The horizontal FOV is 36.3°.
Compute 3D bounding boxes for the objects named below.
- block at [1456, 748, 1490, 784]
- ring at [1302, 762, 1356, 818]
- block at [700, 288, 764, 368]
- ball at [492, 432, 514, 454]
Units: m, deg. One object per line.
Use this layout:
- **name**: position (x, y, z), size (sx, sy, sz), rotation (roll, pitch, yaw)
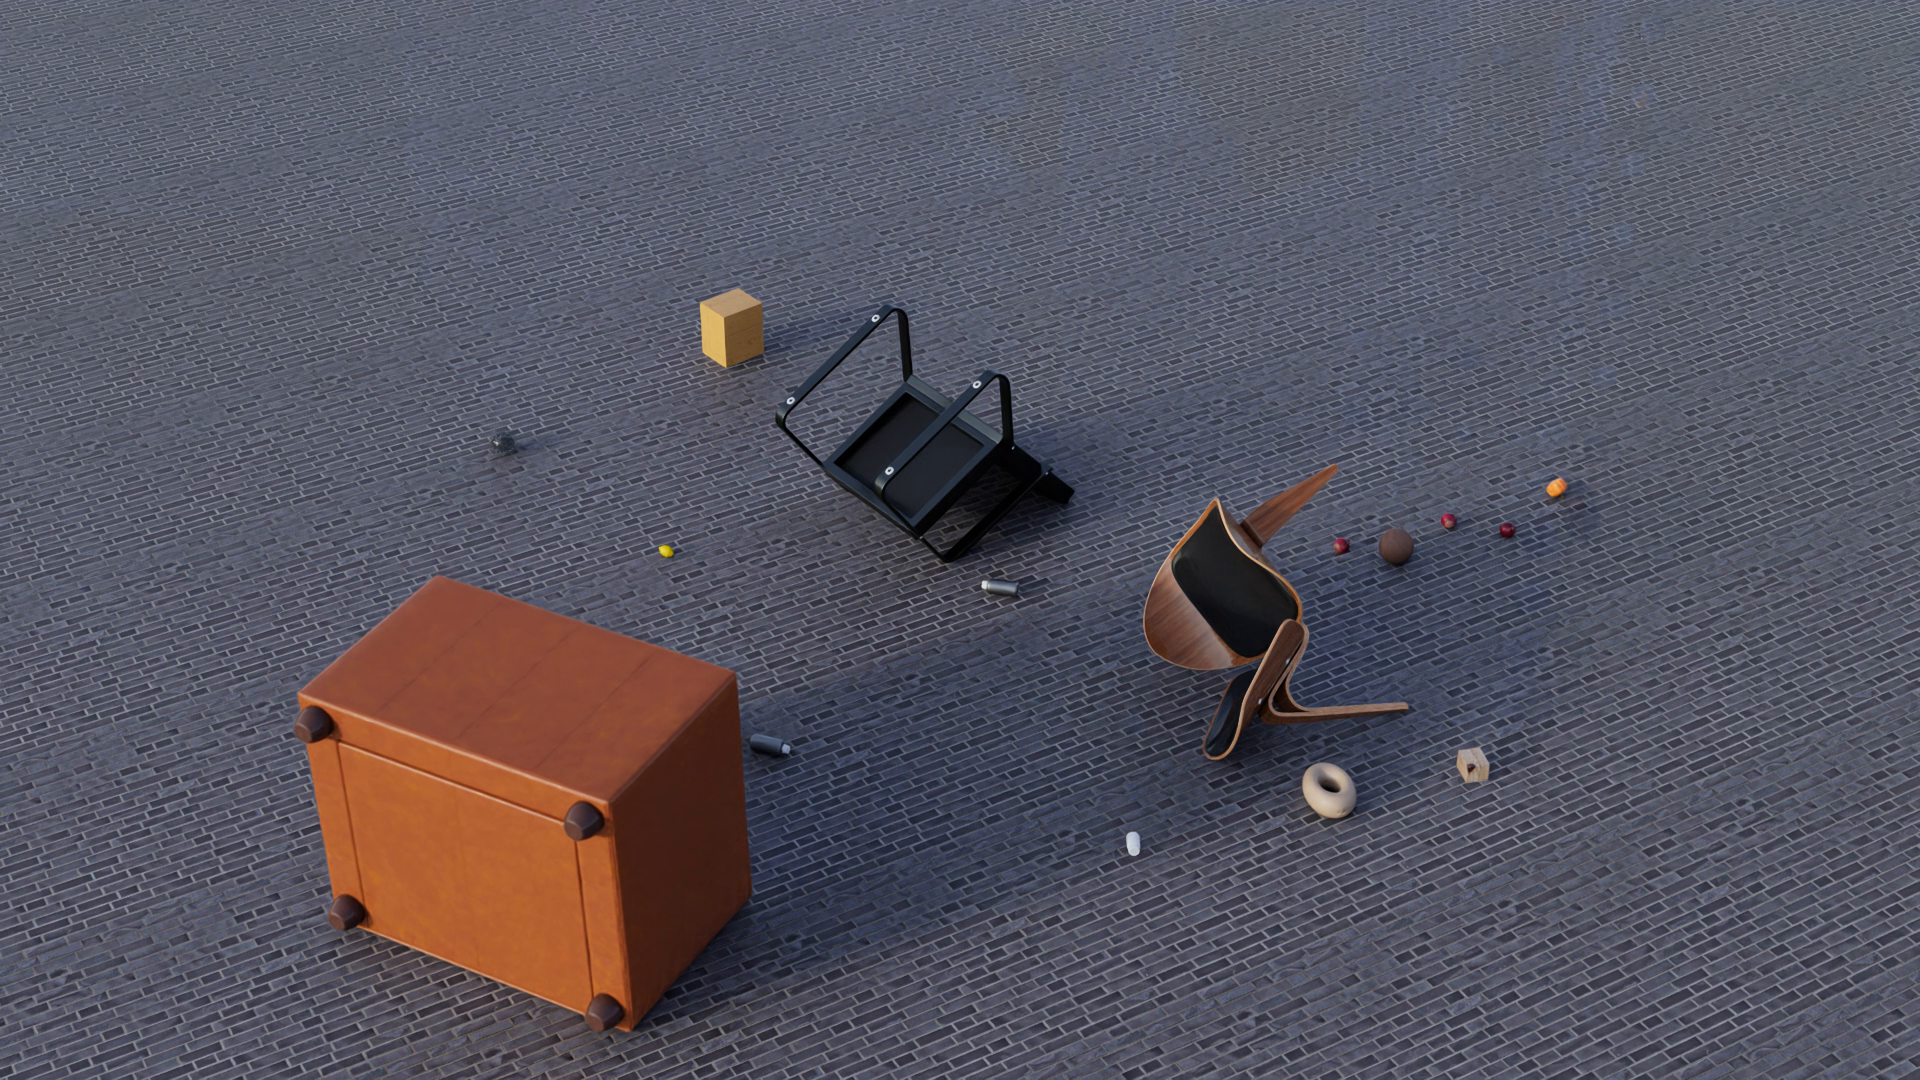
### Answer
- **block**: position (1.706, 0.749, 9.747), size (0.075, 0.066, 0.095), rotation (-7, 34, -10)
- **ring**: position (1.212, 0.821, 9.622), size (0.170, 0.087, 0.242), rotation (-6, 35, -12)
- **block**: position (-0.936, -0.872, 12.054), size (0.193, 0.236, 0.165), rotation (-25, 41, -32)
- **ball**: position (-1.782, -0.378, 11.437), size (0.089, 0.089, 0.089), rotation (0, 33, 0)
